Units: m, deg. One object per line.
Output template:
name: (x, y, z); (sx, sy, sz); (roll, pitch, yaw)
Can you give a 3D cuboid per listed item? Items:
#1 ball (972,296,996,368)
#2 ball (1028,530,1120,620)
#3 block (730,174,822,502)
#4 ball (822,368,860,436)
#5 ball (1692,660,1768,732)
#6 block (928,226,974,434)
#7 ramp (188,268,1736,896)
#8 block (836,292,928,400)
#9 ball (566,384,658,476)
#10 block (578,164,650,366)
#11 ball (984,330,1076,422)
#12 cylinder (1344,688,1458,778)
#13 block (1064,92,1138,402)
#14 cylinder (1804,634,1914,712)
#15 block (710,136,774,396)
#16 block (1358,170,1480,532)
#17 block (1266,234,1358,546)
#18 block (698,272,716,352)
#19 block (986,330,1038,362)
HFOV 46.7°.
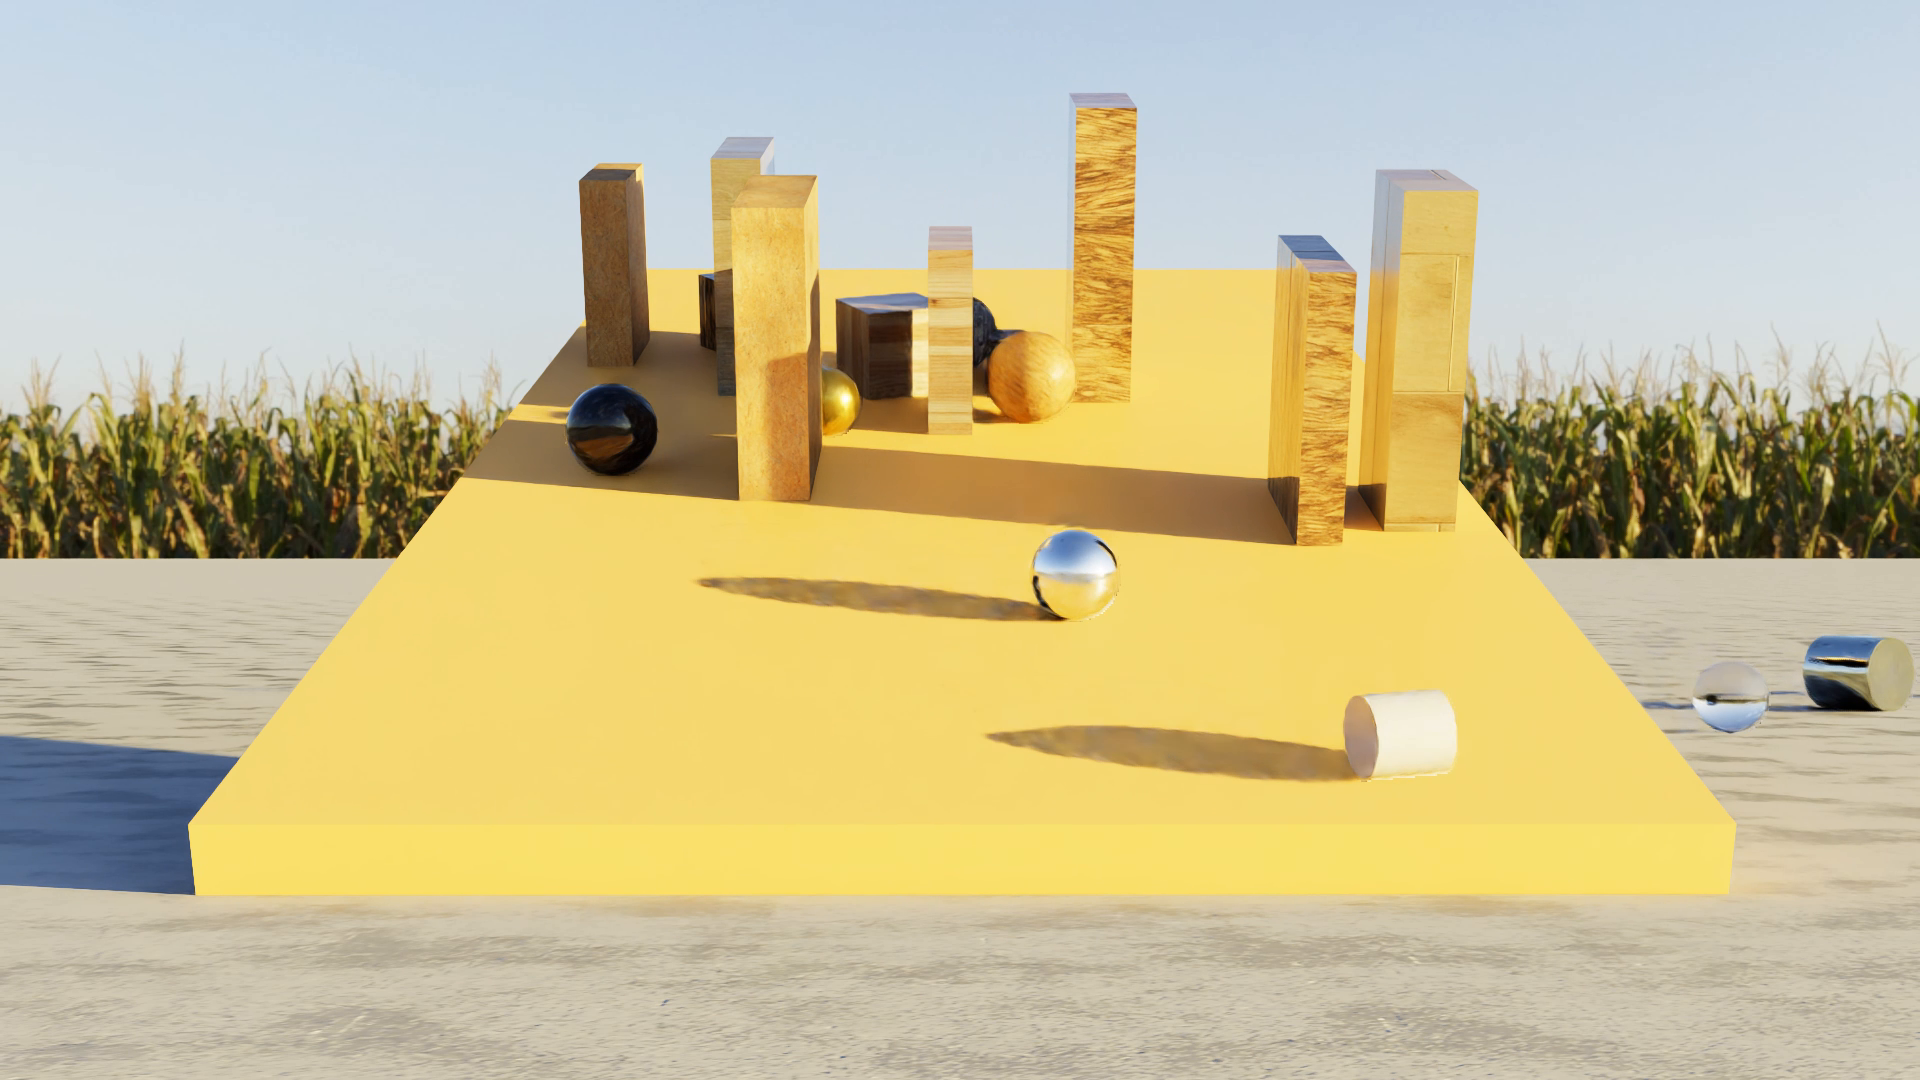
ball: (-0.003, -0.503, 5.373); (0.185, 0.185, 0.185); (0, 0, 0)
ball: (0.186, 0.056, 3.632); (0.147, 0.147, 0.147); (0, 0, 0)
block: (-0.359, -0.411, 4.428); (0.136, 0.567, 0.441); (0, 17, 0)
ball: (-0.286, -0.297, 4.771); (0.146, 0.146, 0.146); (0, 0, 0)
ball: (1.908, 0.388, 5.512); (0.178, 0.178, 0.178); (0, 0, 0)
block: (-0.021, -0.464, 4.881); (0.095, 0.401, 0.312); (0, 17, 0)
ramp: (-0.003, -0.176, 4.799); (2.000, 0.100, 4.000); (0, 17, 0)
block: (-0.157, -0.453, 5.183); (0.202, 0.202, 0.202); (-8, 19, -23)
ball: (-0.699, -0.222, 4.465); (0.184, 0.184, 0.184); (0, 0, 0)
block: (-0.852, -0.685, 5.507); (0.111, 0.452, 0.314); (0, 17, 0)
ball: (0.155, -0.359, 4.883); (0.200, 0.200, 0.200); (0, 0, 0)
cylinder: (0.595, 0.262, 3.012); (0.114, 0.114, 0.114); (-4, 1, -14)
block: (0.321, -0.678, 5.130); (0.134, 0.664, 0.326); (0, 17, 0)
cylinder: (2.548, 0.377, 6.311); (0.209, 0.209, 0.209); (0, 0, -32)
block: (-0.503, -0.650, 5.239); (0.112, 0.545, 0.396); (0, 17, 0)
block: (0.849, -0.356, 4.151); (0.132, 0.629, 0.277); (0, 17, 0)
block: (0.650, -0.286, 4.142); (0.083, 0.500, 0.398); (0, 17, 0)
block: (-0.533, -0.573, 5.602); (0.182, 0.182, 0.182); (-11, 20, -31)
block: (0.125, -0.434, 5.283); (0.107, 0.107, 0.107); (3, 17, 9)
